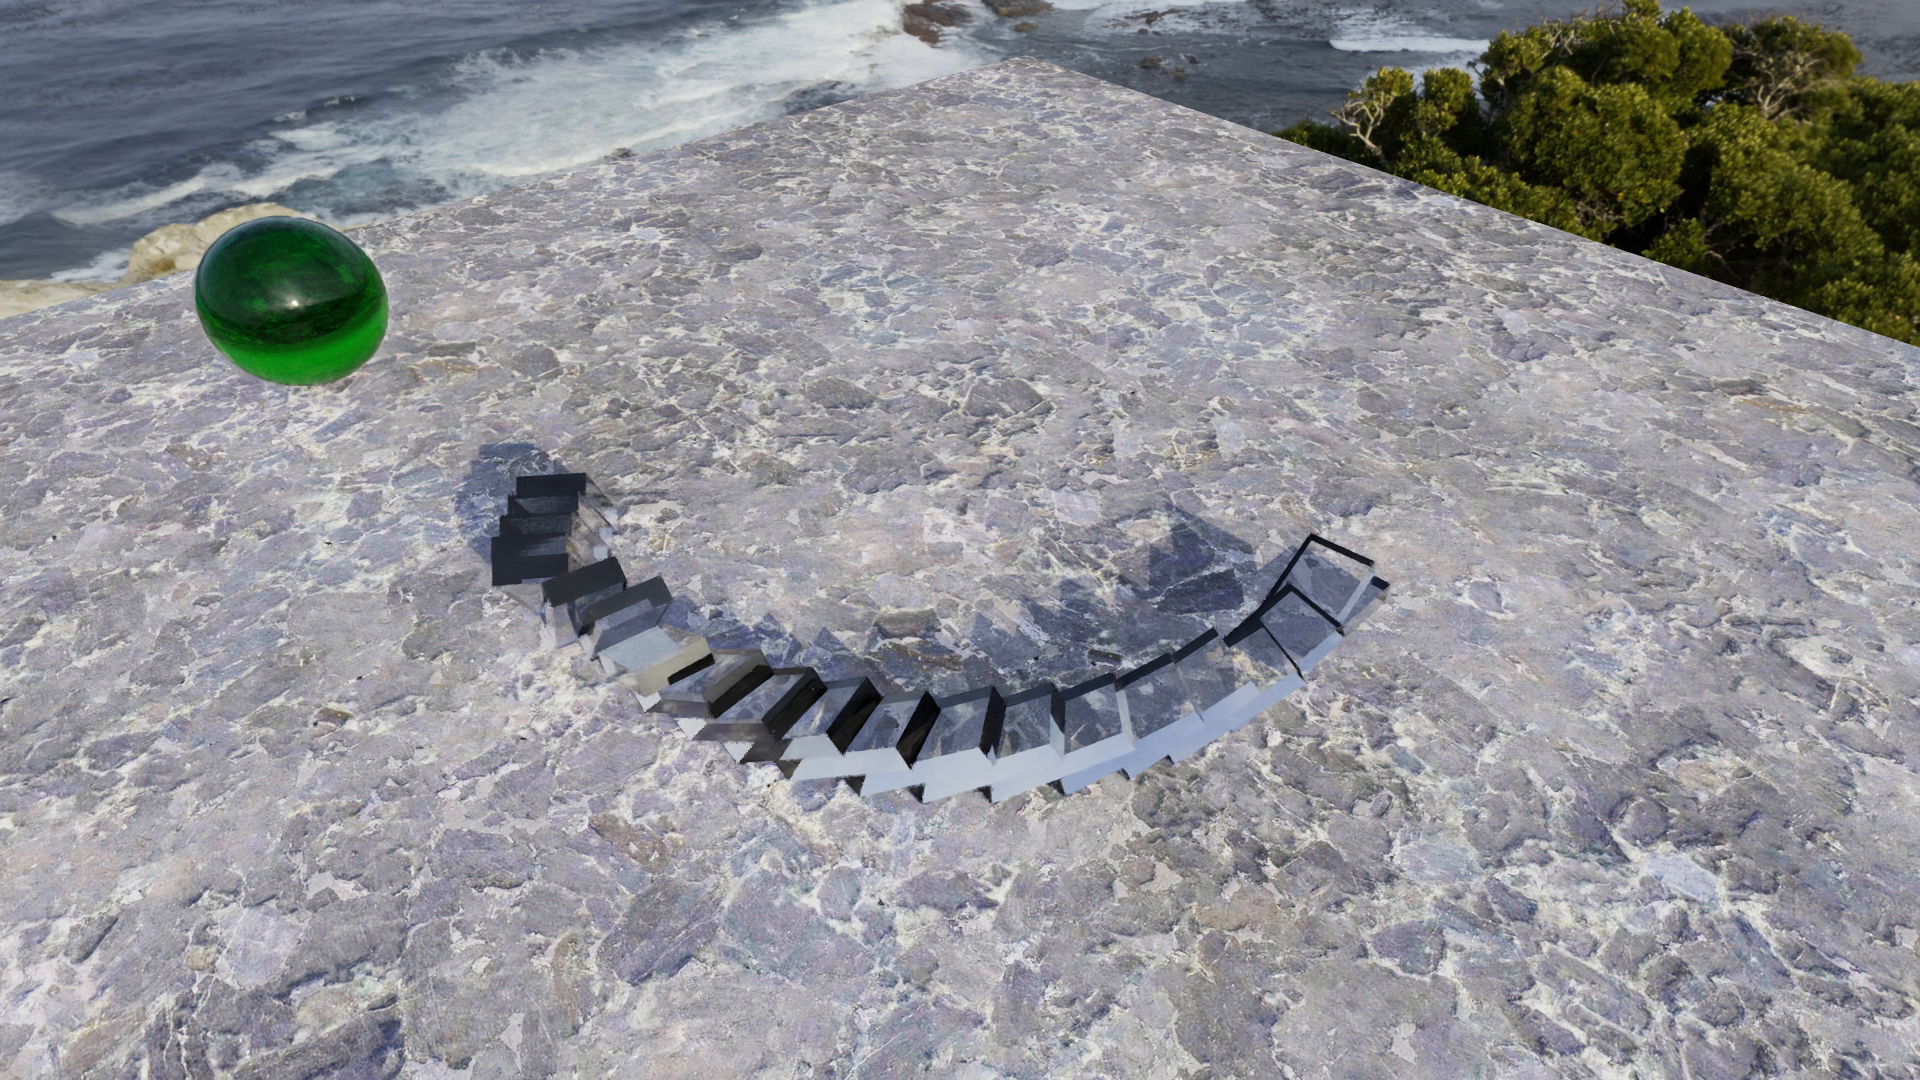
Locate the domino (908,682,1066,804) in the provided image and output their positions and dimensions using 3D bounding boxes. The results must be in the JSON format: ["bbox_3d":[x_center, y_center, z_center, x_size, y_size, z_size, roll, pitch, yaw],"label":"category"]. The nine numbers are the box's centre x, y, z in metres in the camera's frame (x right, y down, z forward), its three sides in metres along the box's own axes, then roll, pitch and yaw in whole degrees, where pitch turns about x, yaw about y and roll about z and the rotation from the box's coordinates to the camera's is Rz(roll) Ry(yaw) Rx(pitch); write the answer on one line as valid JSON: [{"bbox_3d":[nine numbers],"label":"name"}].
[{"bbox_3d":[0.008,0.064,0.347,0.050,0.010,0.025,-21,34,22],"label":"domino"}]

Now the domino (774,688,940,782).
[{"bbox_3d":[-0.033,0.062,0.349,0.050,0.009,0.025,-13,30,33],"label":"domino"}]

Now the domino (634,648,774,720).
[{"bbox_3d":[-0.086,0.047,0.366,0.050,0.009,0.025,-6,25,49],"label":"domino"}]

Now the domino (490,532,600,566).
[{"bbox_3d":[-0.150,0.009,0.404,0.025,0.050,0.010,-4,76,-4],"label":"domino"}]

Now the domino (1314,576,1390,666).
[{"bbox_3d":[0.136,0.026,0.412,0.050,0.010,0.025,-31,48,-32],"label":"domino"}]

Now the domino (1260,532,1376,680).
[{"bbox_3d":[0.124,0.024,0.393,0.025,0.009,0.050,29,74,33],"label":"domino"}]

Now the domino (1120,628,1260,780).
[{"bbox_3d":[0.069,0.053,0.358,0.050,0.010,0.025,-35,43,7],"label":"domino"}]

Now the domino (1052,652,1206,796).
[{"bbox_3d":[0.050,0.059,0.352,0.050,0.010,0.025,-30,41,13],"label":"domino"}]

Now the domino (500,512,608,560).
[{"bbox_3d":[-0.151,0.001,0.413,0.025,0.050,0.009,-4,76,-5],"label":"domino"}]

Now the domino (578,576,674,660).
[{"bbox_3d":[-0.117,0.028,0.382,0.025,0.050,0.010,-26,85,-28],"label":"domino"}]

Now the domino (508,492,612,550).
[{"bbox_3d":[-0.152,-0.006,0.422,0.025,0.050,0.009,-4,76,-5],"label":"domino"}]

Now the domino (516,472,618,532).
[{"bbox_3d":[-0.153,-0.013,0.431,0.025,0.050,0.009,-4,76,-5],"label":"domino"}]

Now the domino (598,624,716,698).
[{"bbox_3d":[-0.104,0.040,0.375,0.025,0.010,0.050,-26,14,-28],"label":"domino"}]

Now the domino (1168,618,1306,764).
[{"bbox_3d":[0.086,0.050,0.366,0.050,0.009,0.025,-32,43,4],"label":"domino"}]

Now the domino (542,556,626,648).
[{"bbox_3d":[-0.132,0.022,0.386,0.025,0.050,0.010,-22,78,-25],"label":"domino"}]

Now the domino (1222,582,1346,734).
[{"bbox_3d":[0.104,0.040,0.378,0.050,0.010,0.025,-39,48,-4],"label":"domino"}]

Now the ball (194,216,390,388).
[{"bbox_3d":[-0.318,-0.114,0.527,0.080,0.080,0.080,0,39,0],"label":"ball"}]

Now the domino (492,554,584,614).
[{"bbox_3d":[-0.147,0.016,0.395,0.025,0.050,0.010,-4,76,-5],"label":"domino"}]

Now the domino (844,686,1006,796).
[{"bbox_3d":[-0.011,0.064,0.347,0.050,0.010,0.025,-18,33,27],"label":"domino"}]

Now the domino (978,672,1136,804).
[{"bbox_3d":[0.029,0.063,0.348,0.050,0.010,0.025,-25,36,18],"label":"domino"}]

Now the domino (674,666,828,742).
[{"bbox_3d":[-0.069,0.054,0.358,0.050,0.009,0.025,-9,28,45],"label":"domino"}]

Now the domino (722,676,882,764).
[{"bbox_3d":[-0.051,0.058,0.352,0.050,0.009,0.025,-13,28,39],"label":"domino"}]
